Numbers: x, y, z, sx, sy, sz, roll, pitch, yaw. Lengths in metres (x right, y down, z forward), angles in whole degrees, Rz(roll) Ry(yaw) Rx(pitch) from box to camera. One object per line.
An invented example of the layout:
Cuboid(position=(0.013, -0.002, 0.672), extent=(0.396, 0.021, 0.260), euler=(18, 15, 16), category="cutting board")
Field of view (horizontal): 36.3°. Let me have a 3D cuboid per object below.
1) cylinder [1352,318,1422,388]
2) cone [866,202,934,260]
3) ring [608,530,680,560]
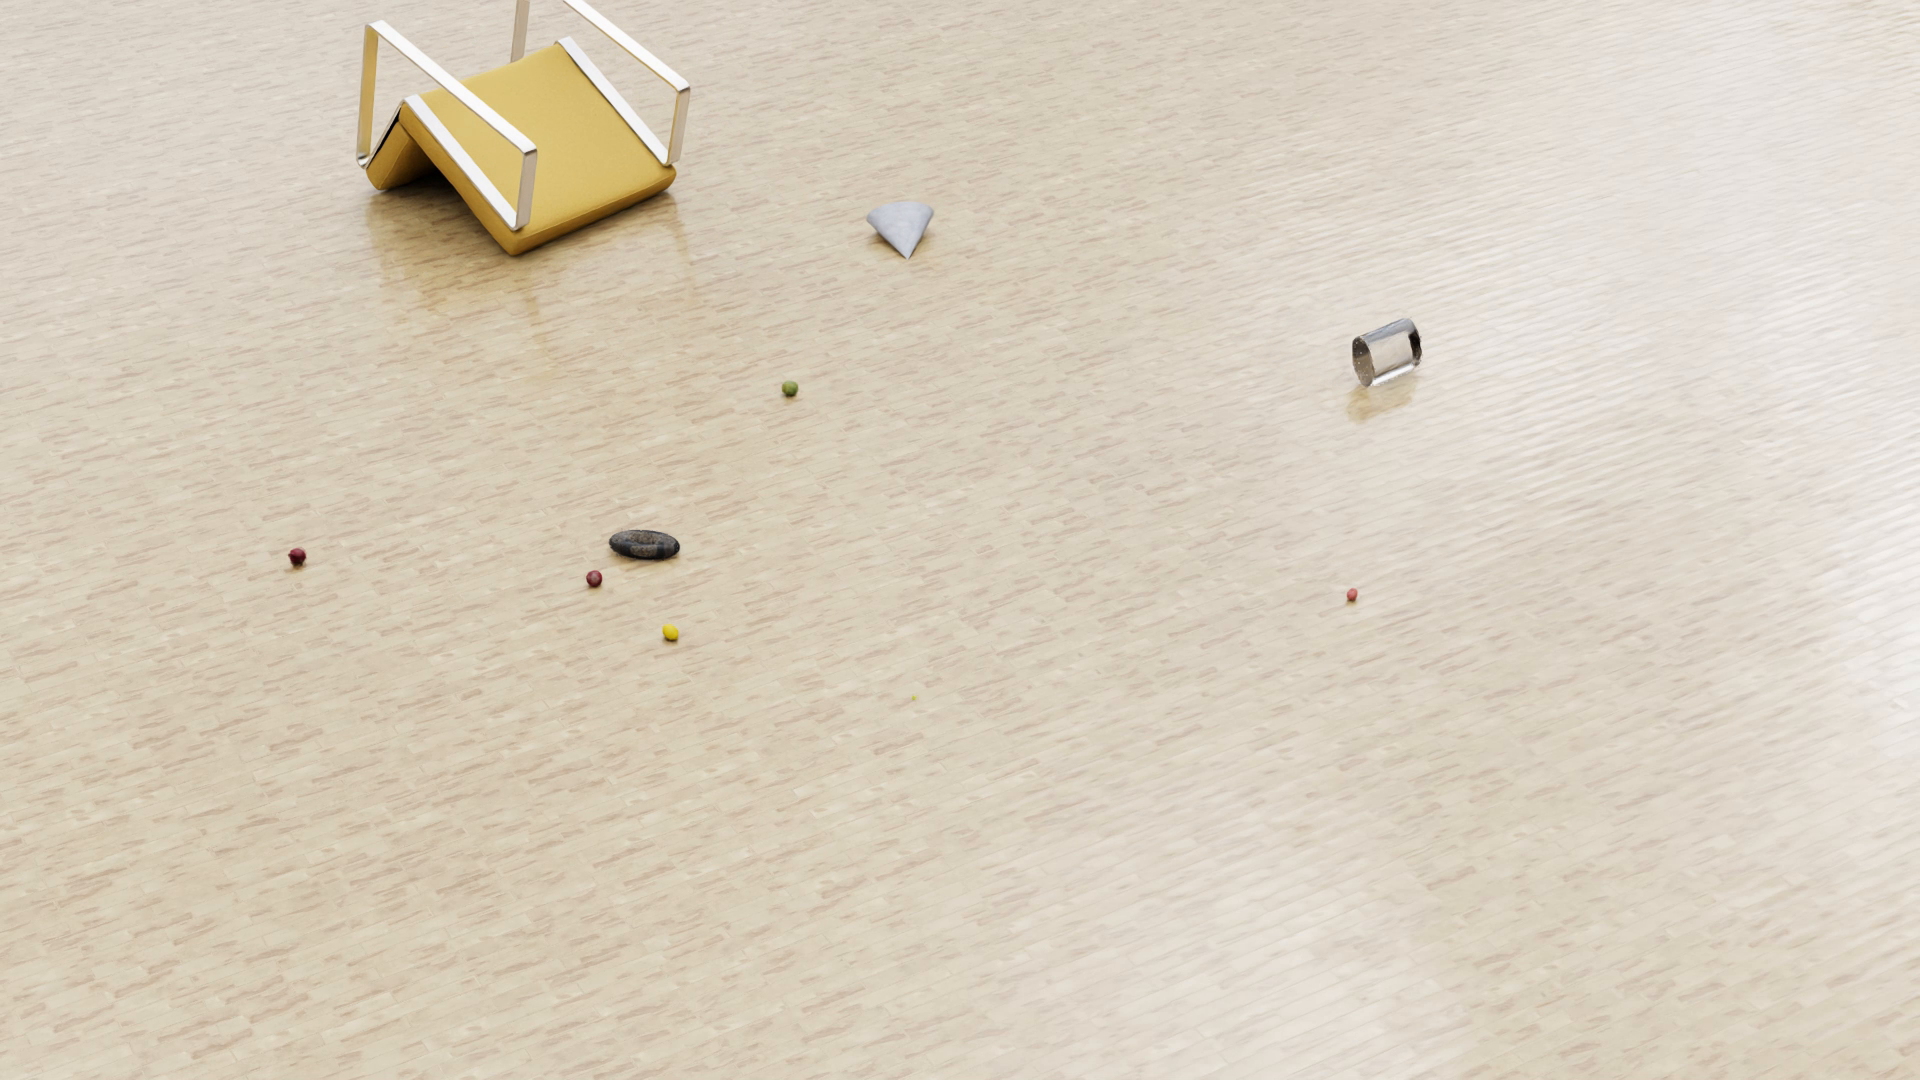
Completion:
Cuboid(position=(1.734, -0.764, 11.917), extent=(0.269, 0.214, 0.122), euler=(-23, 21, -30), category="cylinder")
Cuboid(position=(-0.246, -1.328, 12.888), extent=(0.303, 0.166, 0.285), euler=(-6, 50, -5), category="cone")
Cuboid(position=(-1.169, 0.017, 10.863), extent=(0.270, 0.062, 0.144), euler=(5, 33, 7), category="ring")
